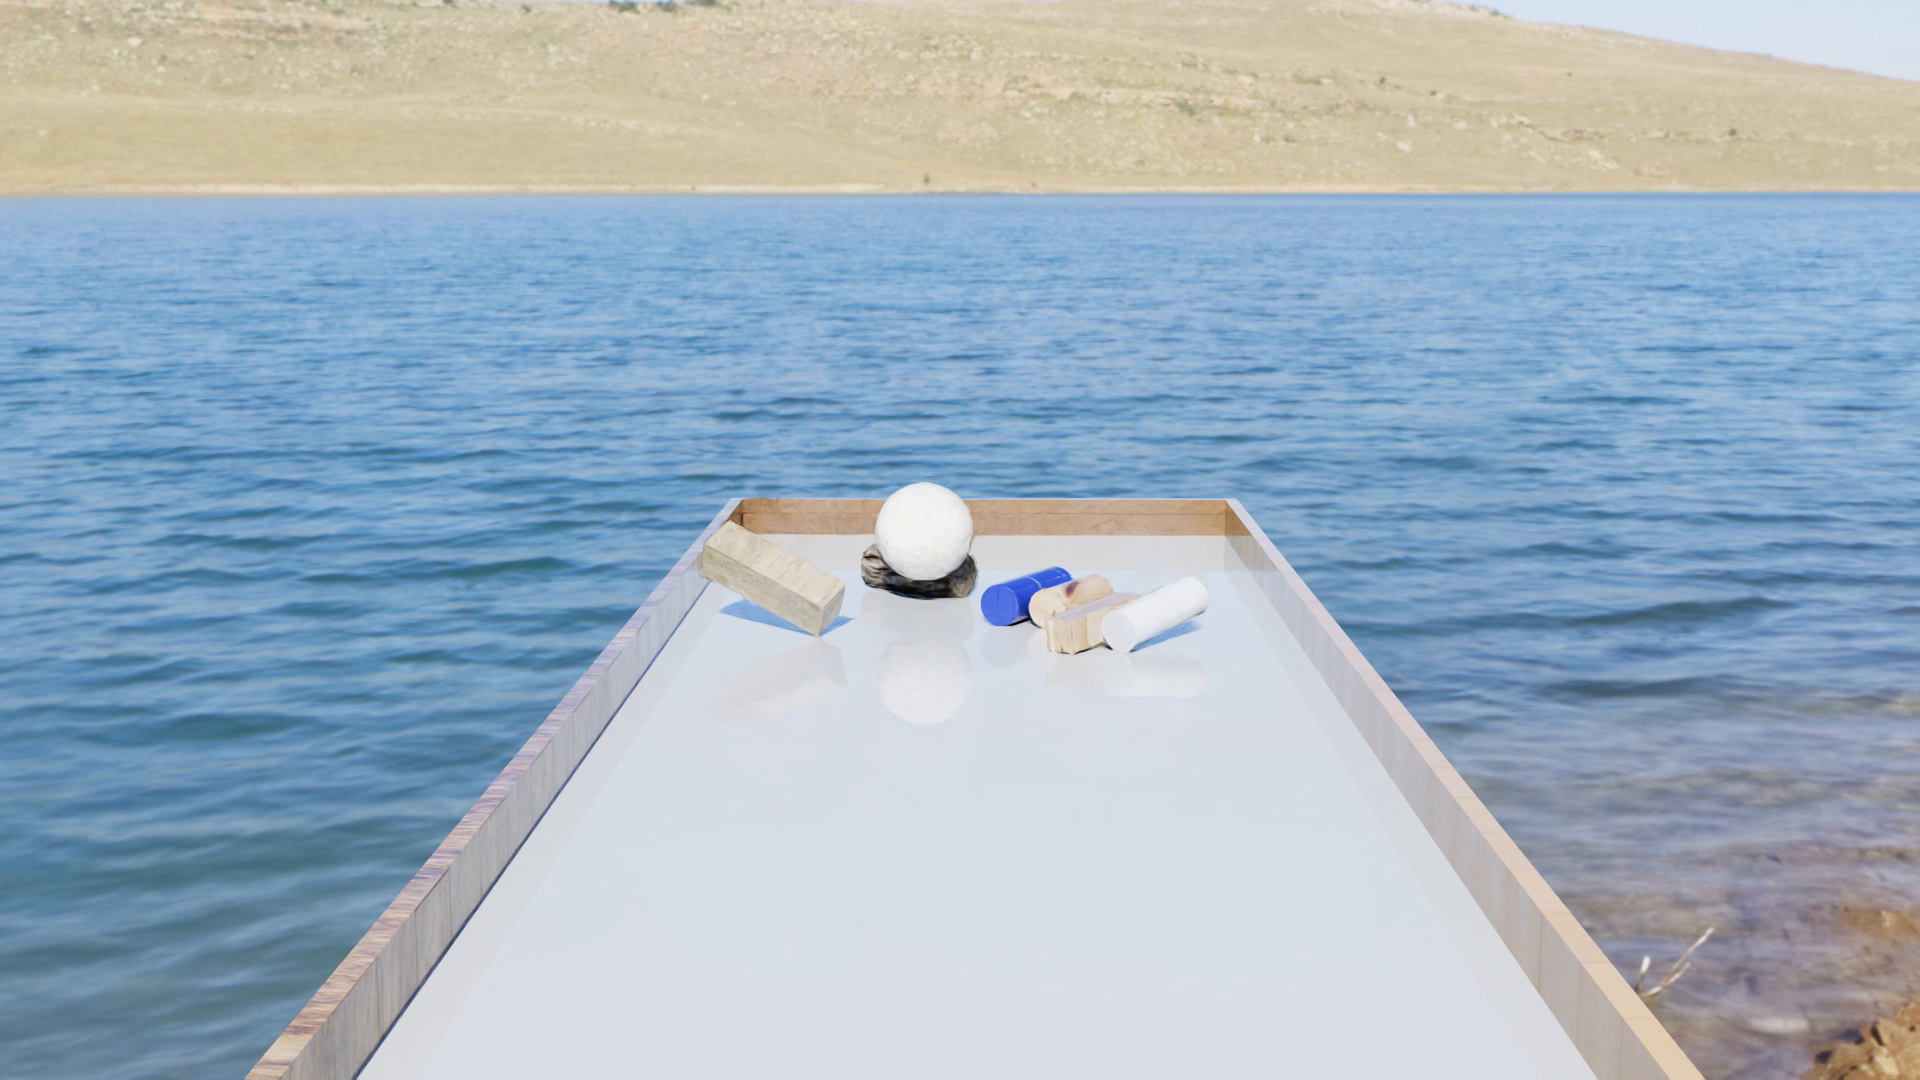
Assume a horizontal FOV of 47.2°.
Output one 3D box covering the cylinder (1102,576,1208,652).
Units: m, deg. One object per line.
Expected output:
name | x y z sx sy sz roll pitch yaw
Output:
cylinder | 0.615 0.231 6.918 0.135 0.135 0.366 9 23 44

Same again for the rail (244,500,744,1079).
rail | -1.004 0.839 3.234 0.050 0.150 12.000 0 9 1

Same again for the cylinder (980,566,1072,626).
cylinder | 0.230 0.188 7.380 0.139 0.139 0.407 5 10 30

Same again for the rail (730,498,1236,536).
rail | 0.099 -0.098 9.147 2.100 0.150 0.050 0 9 1

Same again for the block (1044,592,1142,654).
block | 0.425 0.258 6.914 0.103 0.103 0.353 4 16 43

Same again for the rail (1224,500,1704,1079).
rail | 1.046 0.843 3.208 0.050 0.150 12.000 0 9 1

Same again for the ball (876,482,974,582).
ball | -0.122 -0.028 7.570 0.339 0.339 0.339 0 9 0

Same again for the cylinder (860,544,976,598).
cylinder | -0.149 0.108 7.827 0.399 0.154 0.154 6 11 34

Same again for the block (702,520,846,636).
block | -0.603 0.124 7.098 0.450 0.139 0.139 27 45 14

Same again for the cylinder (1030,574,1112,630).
cylinder | 0.371 0.203 7.304 0.132 0.132 0.342 5 11 31
